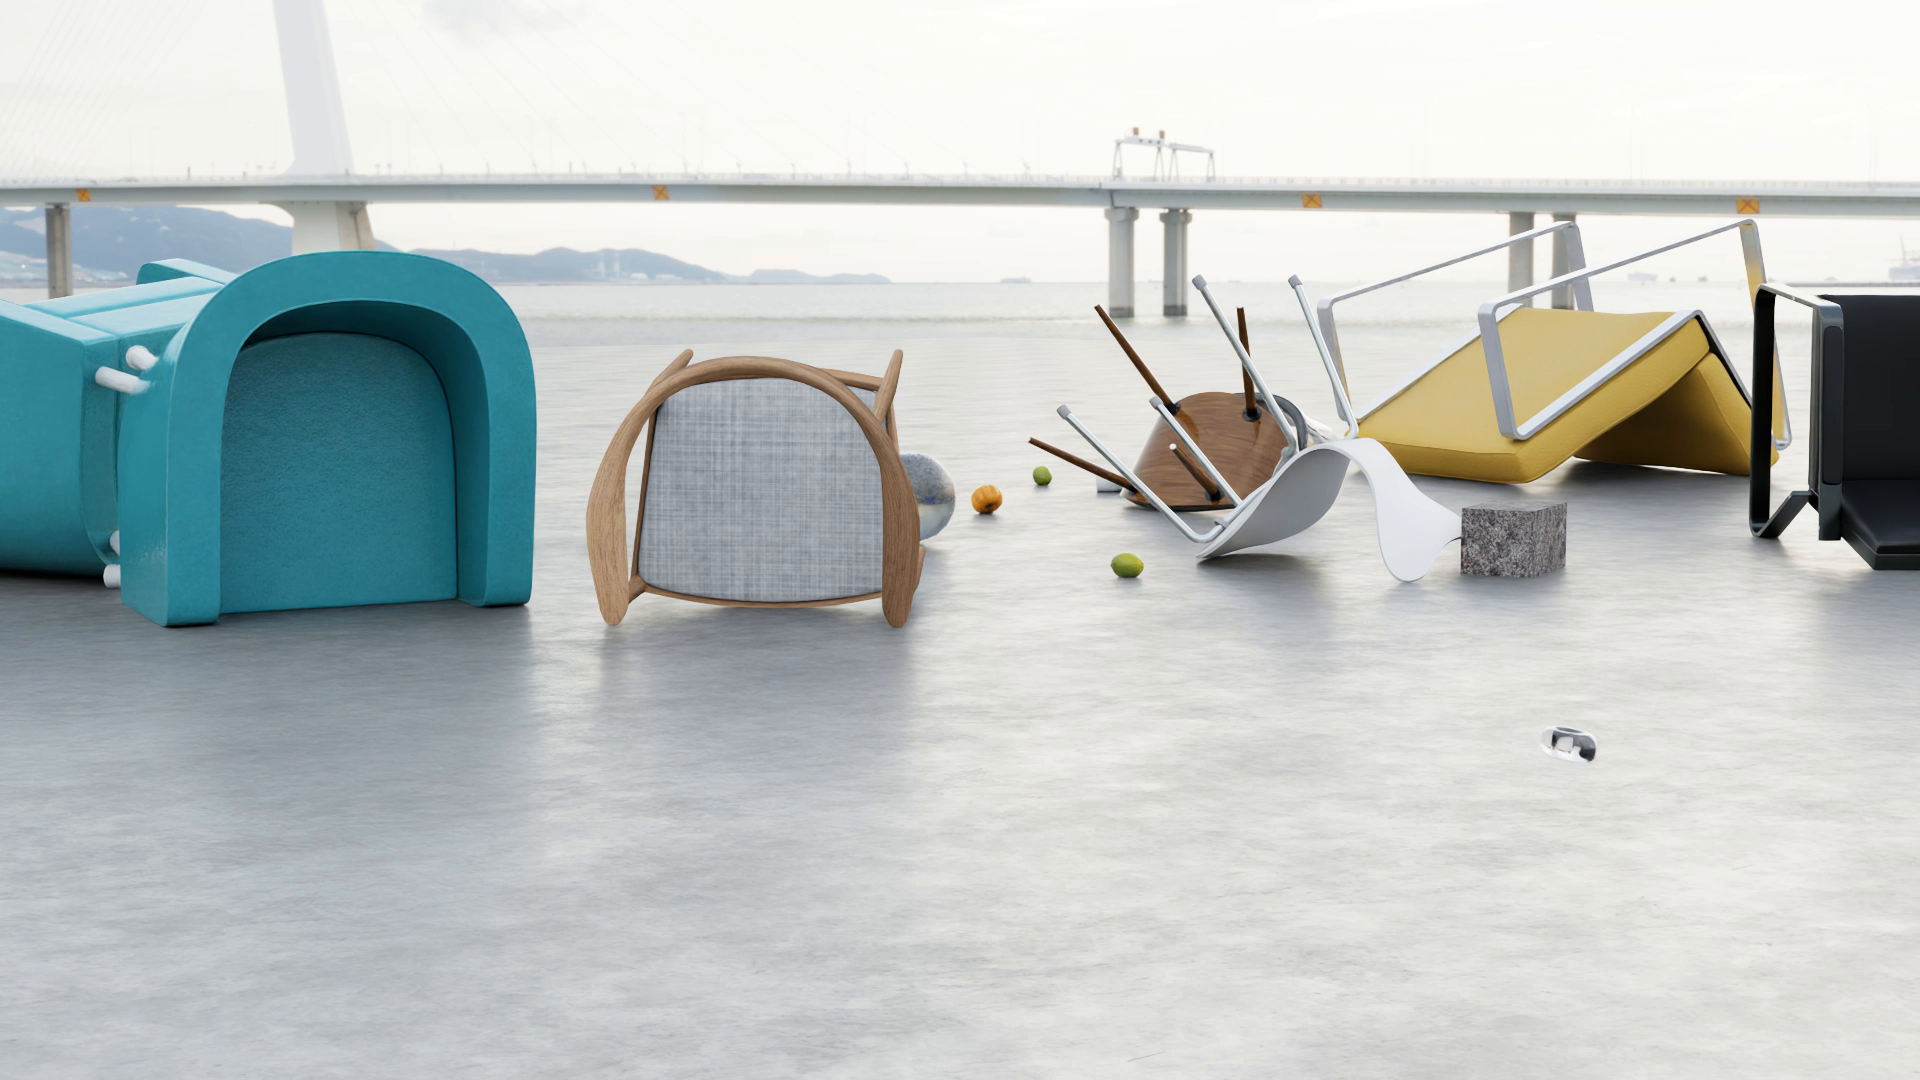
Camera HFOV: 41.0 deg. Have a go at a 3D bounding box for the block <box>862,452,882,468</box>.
[{"bbox_3d":[-0.300,-0.272,8.805,0.059,0.052,0.043,1,6,10],"label":"block"}]

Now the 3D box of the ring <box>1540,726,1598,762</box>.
[{"bbox_3d":[0.834,0.280,3.515,0.049,0.039,0.113,-1,5,-23],"label":"ring"}]

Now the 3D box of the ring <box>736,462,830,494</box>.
[{"bbox_3d":[-0.539,-0.190,7.832,0.297,0.090,0.225,-1,7,-21],"label":"ring"}]

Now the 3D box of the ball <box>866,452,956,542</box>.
[{"bbox_3d":[-0.121,-0.106,6.349,0.223,0.223,0.223,0,6,0],"label":"ball"}]

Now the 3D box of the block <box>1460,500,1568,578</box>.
[{"bbox_3d":[1.243,-0.005,5.751,0.162,0.146,0.255,3,7,29],"label":"block"}]
